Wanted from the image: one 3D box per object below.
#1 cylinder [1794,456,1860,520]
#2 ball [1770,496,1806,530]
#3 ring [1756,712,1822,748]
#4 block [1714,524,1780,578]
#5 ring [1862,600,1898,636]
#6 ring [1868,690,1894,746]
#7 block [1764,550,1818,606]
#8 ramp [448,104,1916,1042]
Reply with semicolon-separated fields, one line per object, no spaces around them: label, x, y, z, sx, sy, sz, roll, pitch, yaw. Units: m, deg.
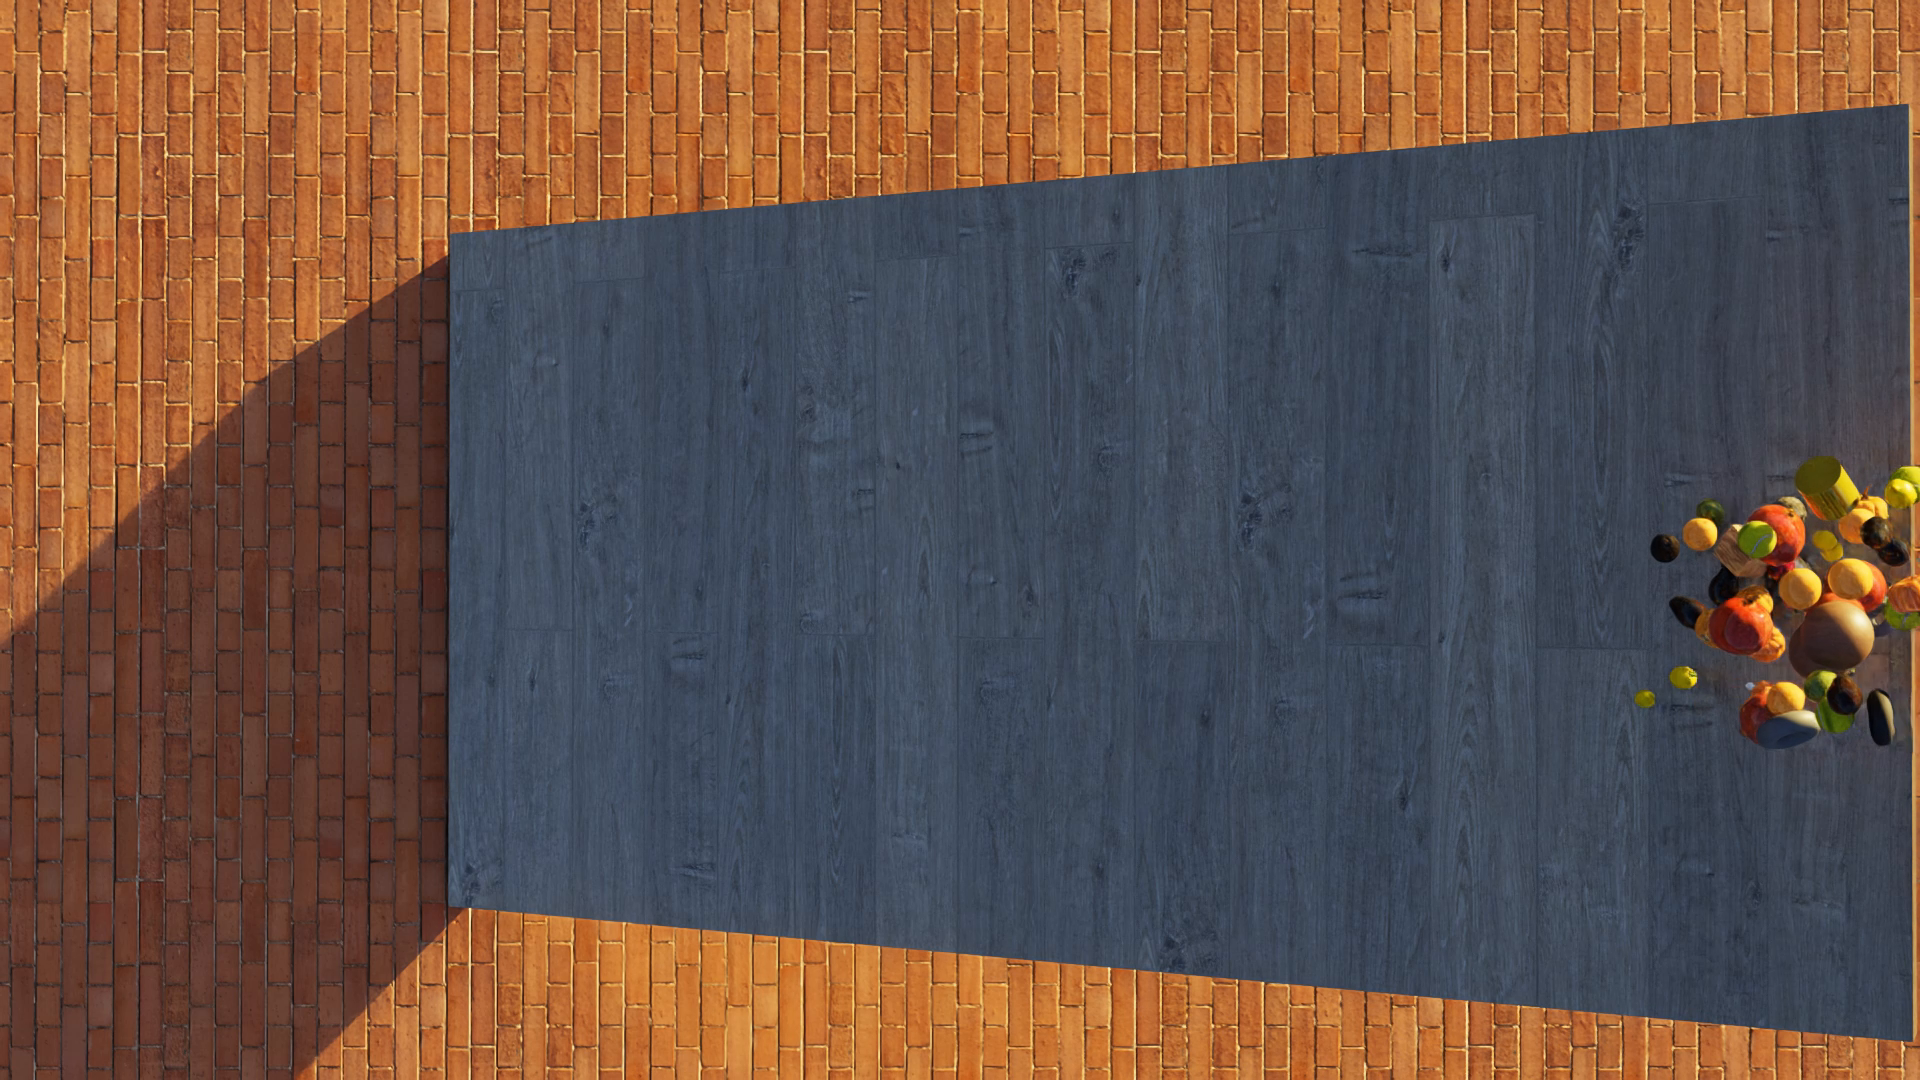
cylinder;1.574;-0.094;3.994;0.085;0.085;0.085;-48;124;0
ball;1.703;-0.055;4.523;0.070;0.070;0.070;0;89;0
ring;1.595;0.366;4.232;0.123;0.123;0.041;-11;62;0
block;1.695;0.025;4.737;0.080;0.080;0.080;3;127;-30
ring;1.937;0.166;4.631;0.026;0.078;0.078;16;89;-34
ring;1.684;0.325;4.023;0.035;0.104;0.104;-5;89;16
block;1.789;0.081;4.742;0.070;0.070;0.070;-33;120;0
ramp;0.277;0.078;5.656;4.000;0.100;2.000;0;89;28
